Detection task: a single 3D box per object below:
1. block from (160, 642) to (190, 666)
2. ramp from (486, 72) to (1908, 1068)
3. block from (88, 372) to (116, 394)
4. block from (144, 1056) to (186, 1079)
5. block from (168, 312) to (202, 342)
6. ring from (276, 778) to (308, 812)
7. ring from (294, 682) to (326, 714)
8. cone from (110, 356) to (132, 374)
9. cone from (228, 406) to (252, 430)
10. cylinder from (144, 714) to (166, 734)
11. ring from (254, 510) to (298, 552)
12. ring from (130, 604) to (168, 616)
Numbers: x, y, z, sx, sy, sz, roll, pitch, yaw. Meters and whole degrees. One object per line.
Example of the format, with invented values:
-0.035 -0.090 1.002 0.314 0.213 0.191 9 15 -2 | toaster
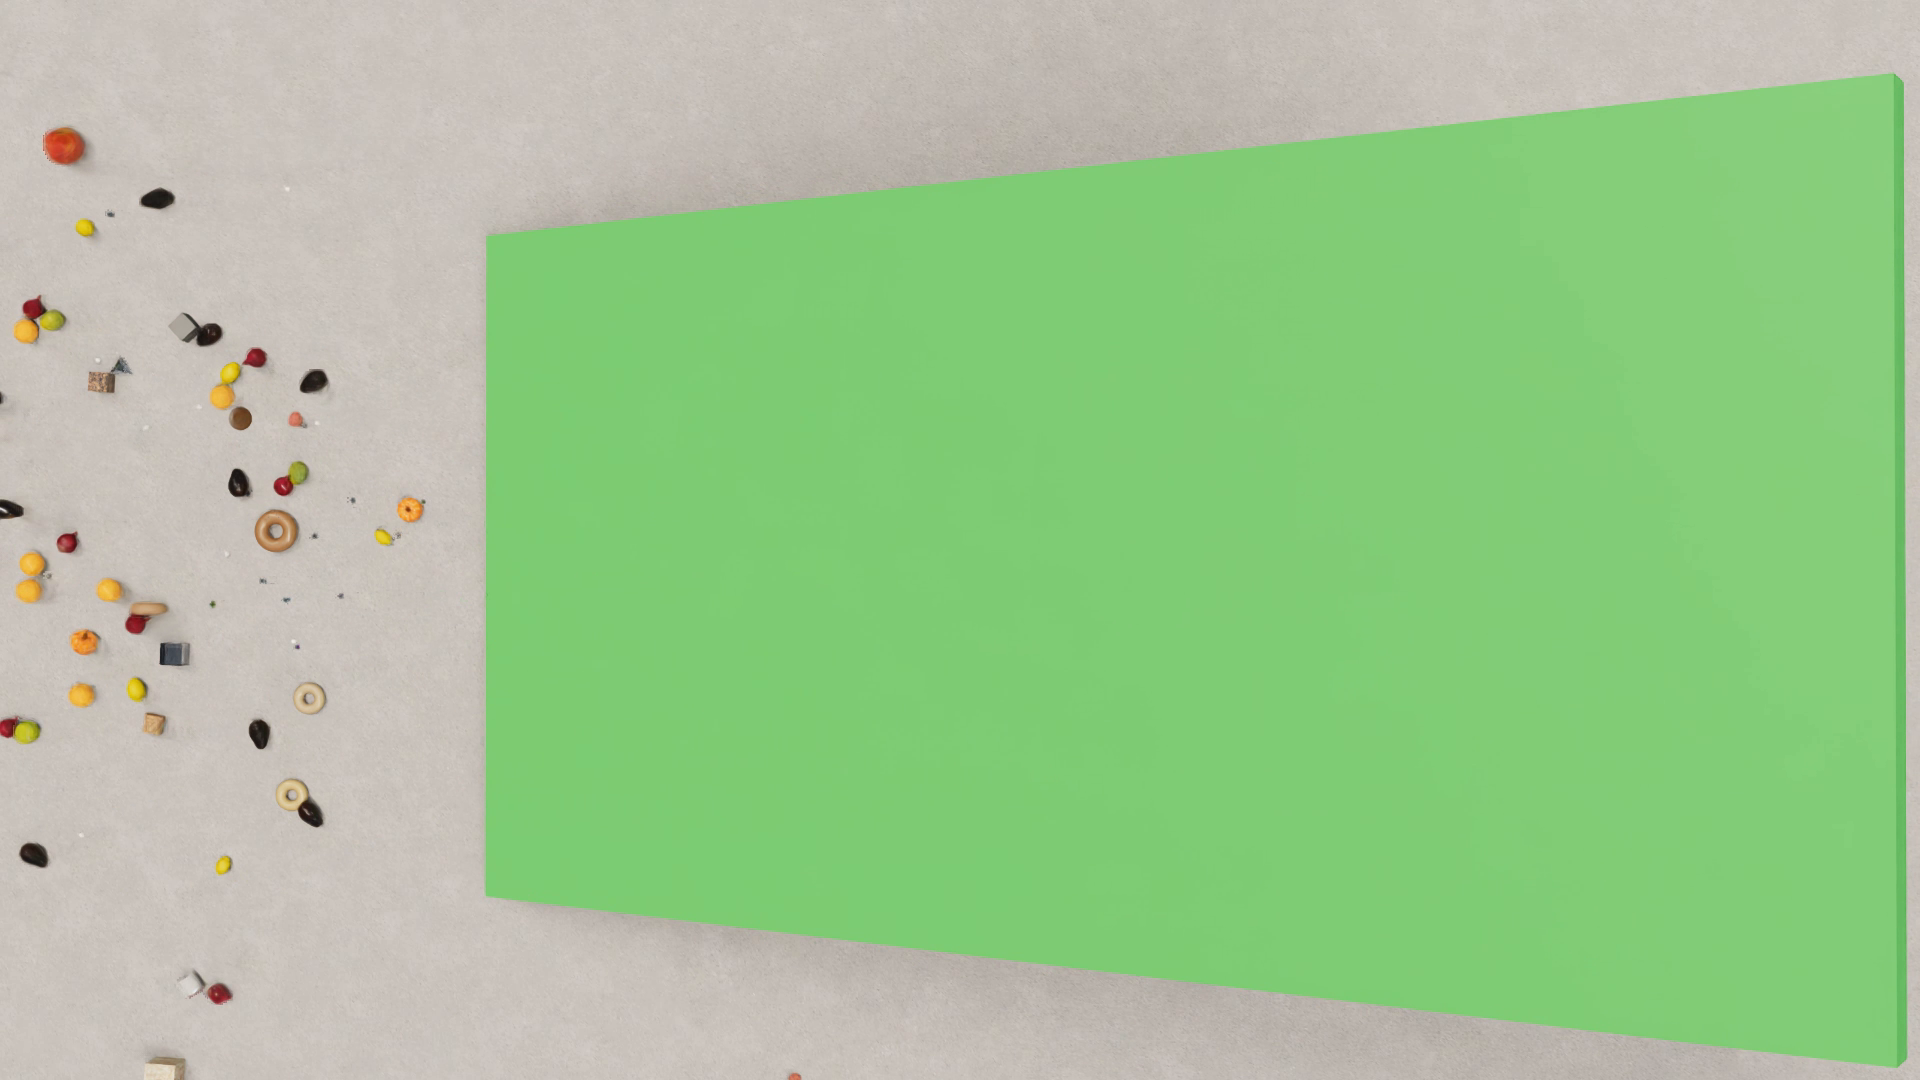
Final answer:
-2.394 0.348 6.705 0.067 0.067 0.067 2 90 0 | block
0.250 0.069 5.580 4.000 0.100 2.000 0 89 34 | ramp
-2.622 -0.481 6.716 0.058 0.058 0.058 3 90 0 | block
-2.418 1.629 6.683 0.091 0.091 0.091 4 90 0 | block
-2.366 -0.648 6.716 0.062 0.062 0.062 -43 90 0 | block
-2.041 0.779 6.719 0.099 0.033 0.099 0 91 -1 | ring
-1.989 0.485 6.721 0.098 0.033 0.098 0 91 0 | ring
-2.561 -0.523 6.733 0.058 0.058 0.058 31 90 -26 | cone
-2.207 -0.372 6.708 0.072 0.072 0.072 0 90 0 | cone
-2.458 0.562 6.709 0.055 0.055 0.055 9 90 0 | cylinder
-2.090 -0.027 6.720 0.131 0.044 0.131 0 89 1 | ring
-2.465 0.210 6.686 0.109 0.109 0.036 0 88 0 | ring
